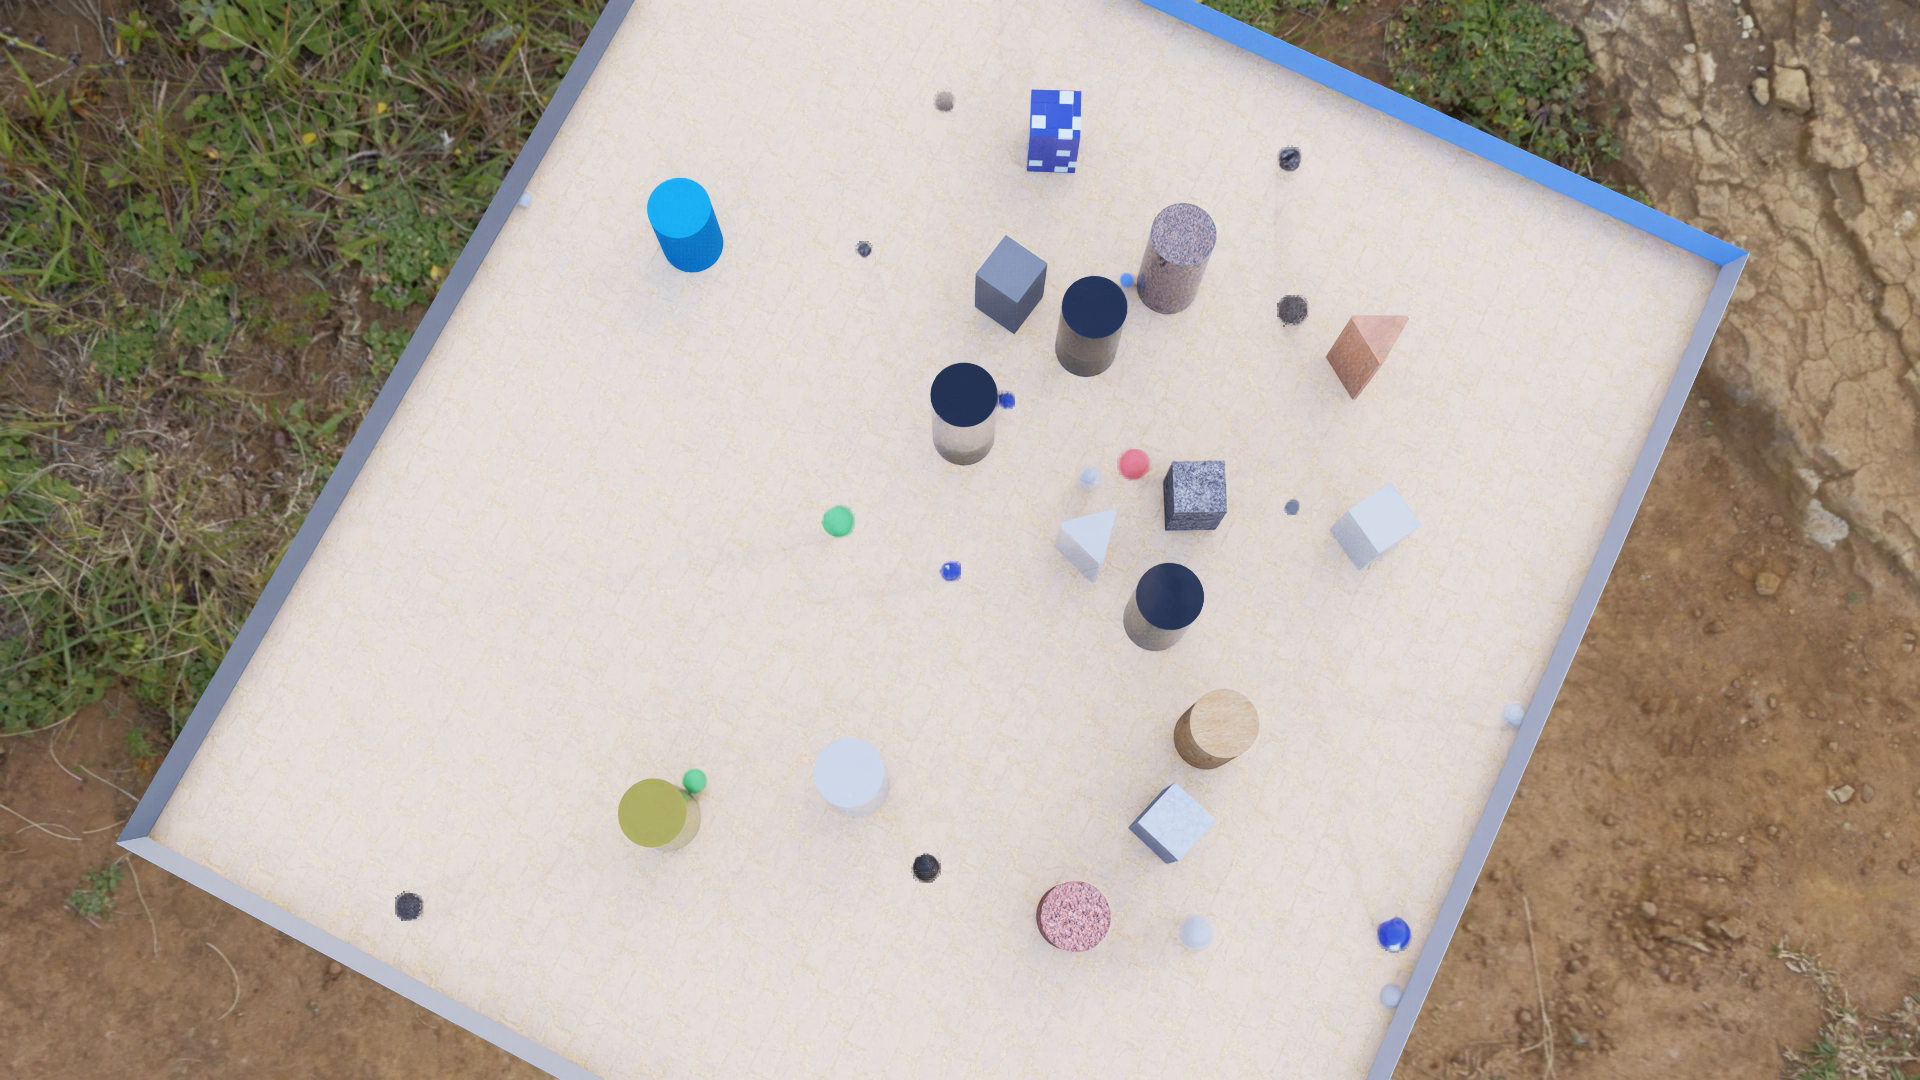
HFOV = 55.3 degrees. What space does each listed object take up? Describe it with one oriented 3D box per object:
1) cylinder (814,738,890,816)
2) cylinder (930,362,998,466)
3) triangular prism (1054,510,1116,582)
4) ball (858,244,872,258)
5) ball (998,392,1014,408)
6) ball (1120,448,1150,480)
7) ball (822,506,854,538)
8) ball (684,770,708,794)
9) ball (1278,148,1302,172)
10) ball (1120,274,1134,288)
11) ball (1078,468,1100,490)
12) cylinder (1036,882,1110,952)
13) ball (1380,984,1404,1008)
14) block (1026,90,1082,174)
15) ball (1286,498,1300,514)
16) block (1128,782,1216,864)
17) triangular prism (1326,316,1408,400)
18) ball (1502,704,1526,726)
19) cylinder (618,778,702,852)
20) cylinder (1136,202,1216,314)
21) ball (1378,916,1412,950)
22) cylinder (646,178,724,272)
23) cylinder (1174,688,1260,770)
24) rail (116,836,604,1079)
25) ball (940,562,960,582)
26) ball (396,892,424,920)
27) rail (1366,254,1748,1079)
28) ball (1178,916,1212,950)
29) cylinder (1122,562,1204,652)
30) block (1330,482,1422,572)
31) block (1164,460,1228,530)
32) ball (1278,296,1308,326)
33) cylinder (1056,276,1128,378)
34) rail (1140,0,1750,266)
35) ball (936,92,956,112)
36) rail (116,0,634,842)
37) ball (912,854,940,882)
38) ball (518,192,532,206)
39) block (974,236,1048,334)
[{"bbox_3d":[-0.305,0.683,5.246,0.193,0.448,0.193,0,78,0],"label":"cylinder"},{"bbox_3d":[0.011,-0.370,5.463,0.193,0.450,0.193,0,78,0],"label":"cylinder"},{"bbox_3d":[0.401,-0.008,5.462,0.145,0.306,0.167,-44,82,-8],"label":"triangular prism"},{"bbox_3d":[-0.302,-0.914,5.783,0.043,0.043,0.043,0,78,0],"label":"ball"},{"bbox_3d":[0.145,-0.433,5.682,0.048,0.048,0.048,0,78,0],"label":"ball"},{"bbox_3d":[0.536,-0.234,5.617,0.094,0.094,0.094,0,78,0],"label":"ball"},{"bbox_3d":[-0.372,-0.056,5.580,0.095,0.095,0.095,0,78,0],"label":"ball"},{"bbox_3d":[-0.785,0.716,5.432,0.071,0.071,0.071,0,78,0],"label":"ball"},{"bbox_3d":[1.049,-1.210,5.830,0.072,0.072,0.072,0,78,0],"label":"ball"},{"bbox_3d":[0.525,-0.815,5.763,0.043,0.043,0.043,0,78,0],"label":"ball"},{"bbox_3d":[0.396,-0.188,5.623,0.064,0.064,0.064,0,78,0],"label":"ball"},{"bbox_3d":[0.320,1.073,5.223,0.193,0.336,0.193,0,78,0],"label":"cylinder"},{"bbox_3d":[1.251,1.319,5.309,0.068,0.068,0.068,0,78,0],"label":"ball"},{"bbox_3d":[0.293,-1.279,5.744,0.155,0.269,0.155,2,78,0],"label":"block"},{"bbox_3d":[1.020,-0.104,5.615,0.044,0.044,0.044,0,78,0],"label":"ball"},{"bbox_3d":[0.608,0.819,5.285,0.155,0.317,0.155,43,81,8],"label":"block"},{"bbox_3d":[1.208,-0.580,5.543,0.145,0.380,0.167,30,80,6],"label":"triangular prism"},{"bbox_3d":[1.655,0.522,5.473,0.070,0.070,0.070,0,78,0],"label":"ball"},{"bbox_3d":[-0.866,0.797,5.299,0.193,0.299,0.193,0,78,0],"label":"cylinder"},{"bbox_3d":[0.653,-0.849,5.566,0.193,0.442,0.193,0,78,0],"label":"cylinder"},{"bbox_3d":[1.263,1.145,5.330,0.097,0.097,0.097,0,78,0],"label":"ball"},{"bbox_3d":[-0.846,-0.970,5.665,0.193,0.299,0.193,0,78,0],"label":"cylinder"},{"bbox_3d":[0.737,0.551,5.298,0.193,0.400,0.193,0,78,0],"label":"cylinder"},{"bbox_3d":[-0.839,1.651,5.210,3.568,0.126,0.045,26,80,5],"label":"rail"},{"bbox_3d":[-0.030,0.095,5.565,0.062,0.062,0.062,0,78,0],"label":"ball"},{"bbox_3d":[-1.606,1.070,5.355,0.078,0.078,0.078,0,78,0],"label":"ball"},{"bbox_3d":[1.574,0.778,5.390,0.045,0.126,3.801,26,80,5],"label":"rail"},{"bbox_3d":[0.682,1.144,5.331,0.095,0.095,0.095,0,78,0],"label":"ball"},{"bbox_3d":[0.592,0.200,5.364,0.193,0.414,0.193,0,78,0],"label":"cylinder"},{"bbox_3d":[1.240,-0.038,5.482,0.155,0.278,0.155,-33,80,-6],"label":"block"},{"bbox_3d":[0.705,-0.132,5.512,0.155,0.257,0.155,-1,78,0],"label":"block"},{"bbox_3d":[1.040,-0.714,5.717,0.093,0.093,0.093,0,78,0],"label":"ball"},{"bbox_3d":[0.394,-0.642,5.551,0.193,0.389,0.193,0,78,0],"label":"cylinder"},{"bbox_3d":[0.839,-1.637,5.890,3.568,0.126,0.045,26,80,5],"label":"rail"},{"bbox_3d":[-0.046,-1.405,5.873,0.067,0.067,0.067,0,78,0],"label":"ball"},{"bbox_3d":[-1.574,-0.764,5.709,0.045,0.126,3.801,26,80,5],"label":"rail"},{"bbox_3d":[-0.100,0.962,5.377,0.079,0.079,0.079,0,78,0],"label":"ball"},{"bbox_3d":[-1.382,-1.080,5.817,0.045,0.045,0.045,0,78,0],"label":"ball"},{"bbox_3d":[0.154,-0.781,5.625,0.155,0.299,0.155,36,81,7],"label":"block"}]
